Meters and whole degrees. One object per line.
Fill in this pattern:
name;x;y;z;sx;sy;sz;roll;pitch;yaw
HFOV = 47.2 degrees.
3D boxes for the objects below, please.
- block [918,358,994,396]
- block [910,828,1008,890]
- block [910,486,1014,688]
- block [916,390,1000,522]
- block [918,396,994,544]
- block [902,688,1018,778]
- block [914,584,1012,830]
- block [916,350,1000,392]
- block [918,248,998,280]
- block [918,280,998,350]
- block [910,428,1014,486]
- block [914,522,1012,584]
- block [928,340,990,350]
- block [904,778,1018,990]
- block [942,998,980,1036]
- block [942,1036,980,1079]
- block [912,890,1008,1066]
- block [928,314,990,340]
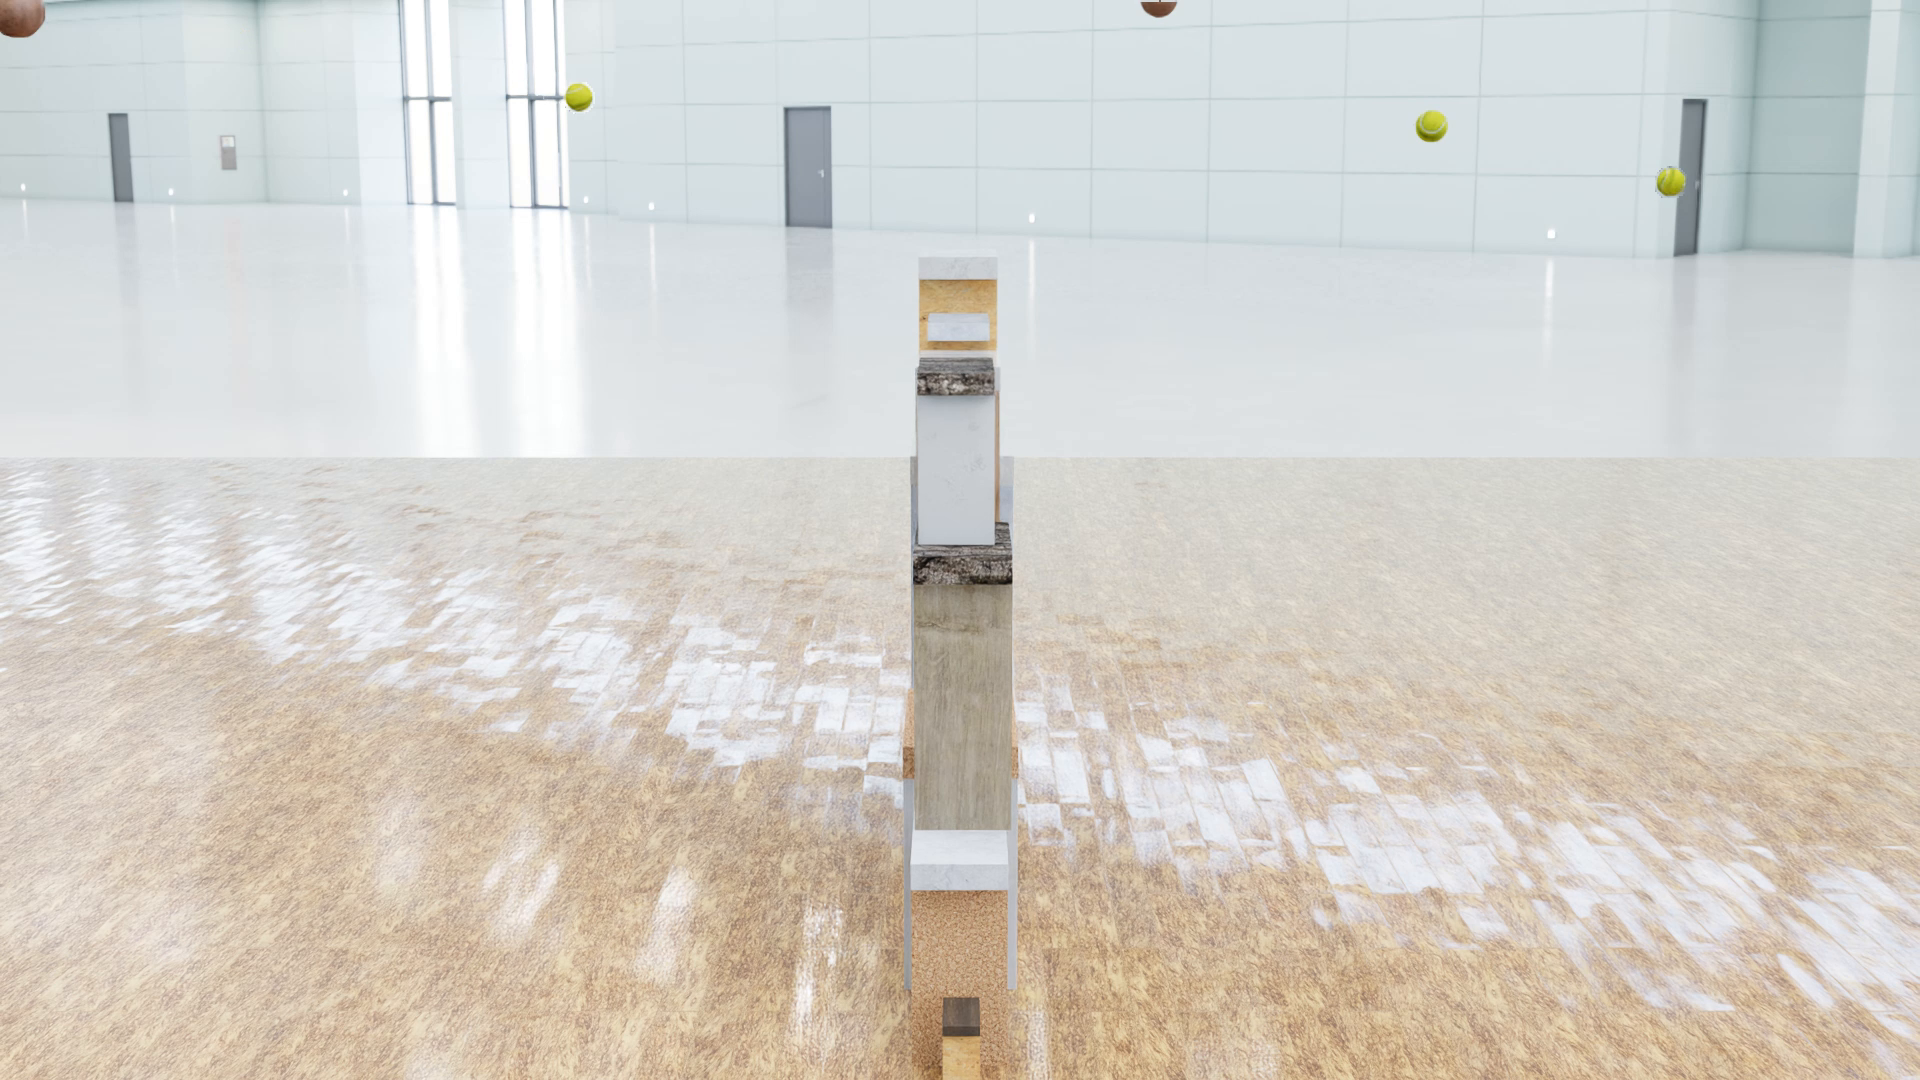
block;-0.006;-0.230;3.086;0.105;0.030;0.211;0;11;0
block;-0.001;0.424;3.045;0.130;0.037;0.259;0;11;0
block;0.003;0.093;3.658;0.168;0.391;0.048;0;11;0
block;-0.003;-0.046;3.276;0.123;0.364;0.035;0;11;0
block;-0.005;-0.099;3.039;0.105;0.211;0.030;0;11;0
block;0.001;0.290;3.326;0.167;0.047;0.334;0;11;0
block;0.004;0.226;3.040;0.134;0.353;0.038;0;11;0
block;-0.001;-0.257;3.321;0.123;0.035;0.247;0;10;1
block;-0.003;-0.487;3.871;0.135;0.038;0.269;0;11;0
block;-0.003;-0.319;3.810;0.135;0.269;0.038;0;11;0
block;0.003;-0.143;3.728;0.168;0.048;0.337;0;11;0
block;0.004;0.017;3.093;0.134;0.038;0.268;0;11;0
block;-0.002;-0.172;3.498;0.097;0.296;0.028;0;11;0
block;0.001;0.498;3.252;0.167;0.334;0.047;0;11;0
block;0.002;0.628;2.896;0.049;0.014;0.097;0;11;0
block;0.002;0.688;2.874;0.049;0.097;0.014;0;11;0
block;-0.001;0.585;2.987;0.130;0.259;0.037;0;11;0
block;-0.002;-0.343;3.532;0.097;0.028;0.194;0;11;0
